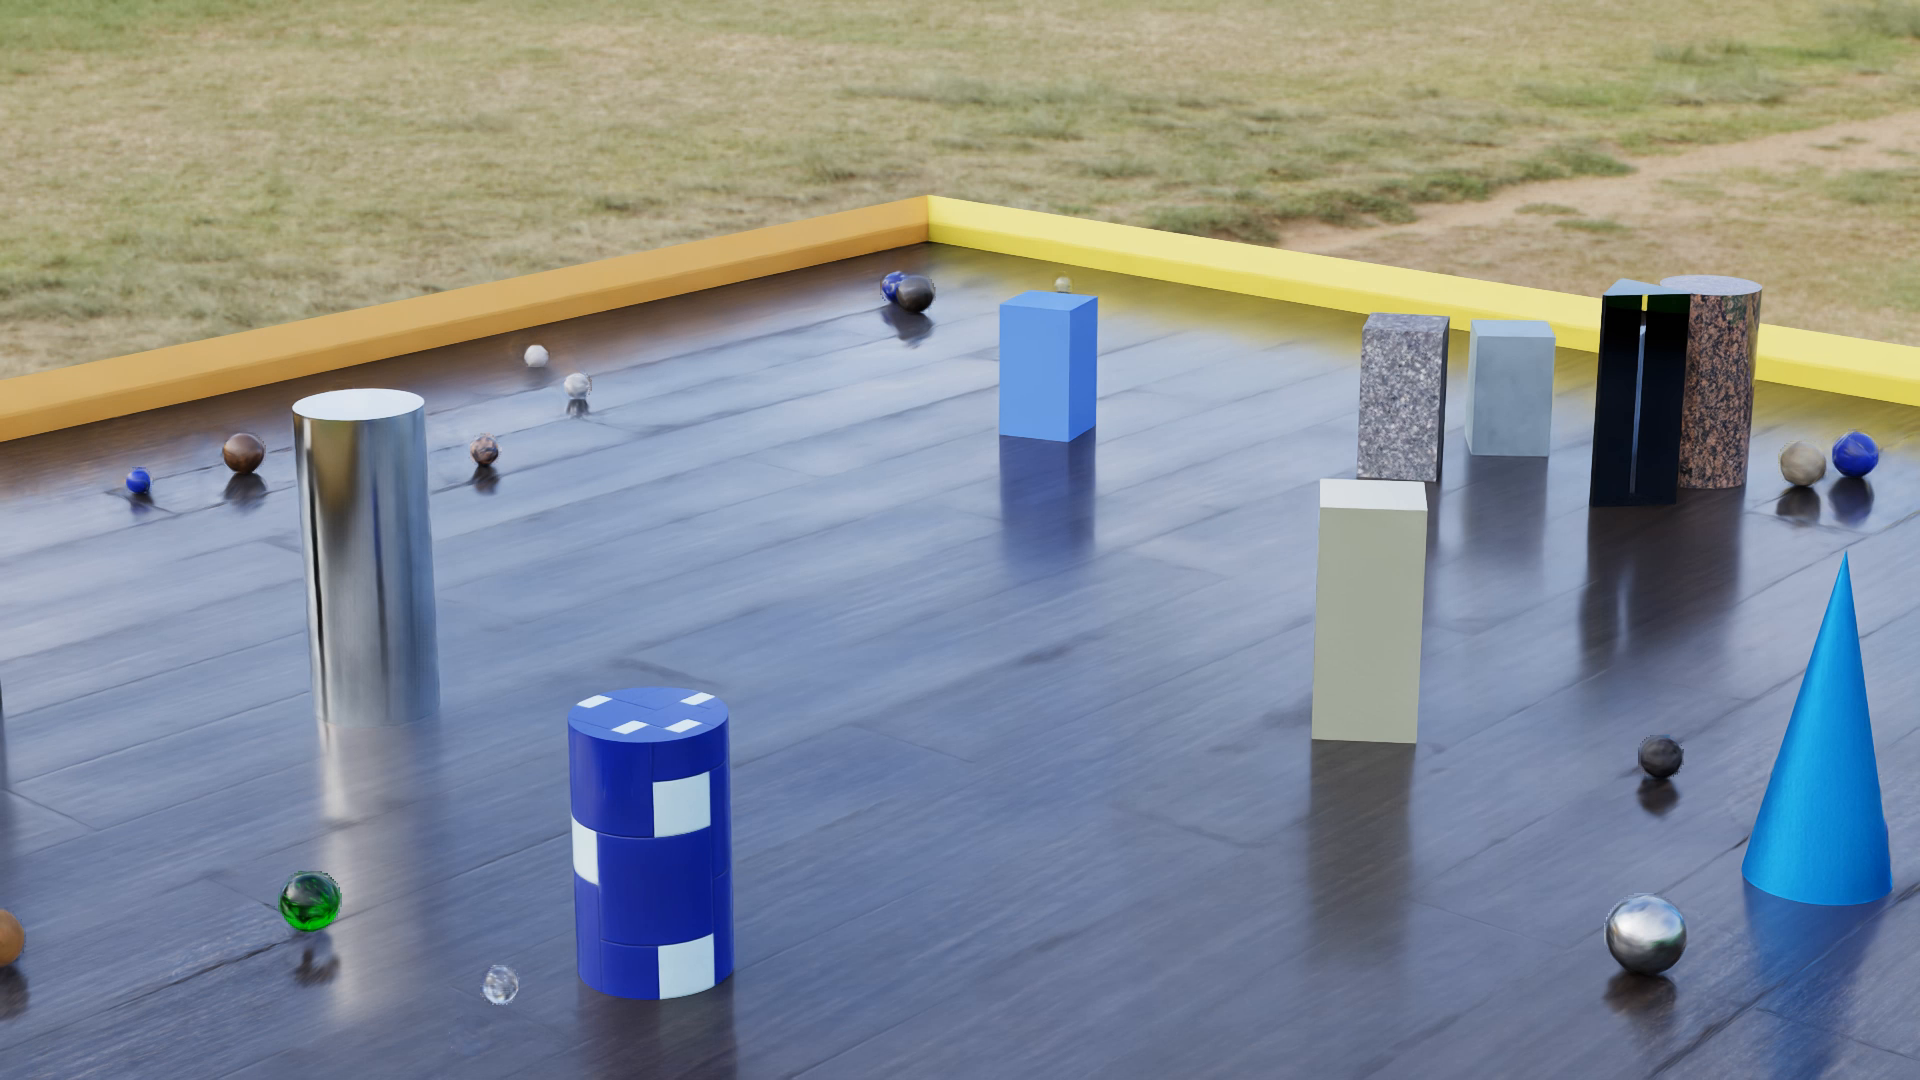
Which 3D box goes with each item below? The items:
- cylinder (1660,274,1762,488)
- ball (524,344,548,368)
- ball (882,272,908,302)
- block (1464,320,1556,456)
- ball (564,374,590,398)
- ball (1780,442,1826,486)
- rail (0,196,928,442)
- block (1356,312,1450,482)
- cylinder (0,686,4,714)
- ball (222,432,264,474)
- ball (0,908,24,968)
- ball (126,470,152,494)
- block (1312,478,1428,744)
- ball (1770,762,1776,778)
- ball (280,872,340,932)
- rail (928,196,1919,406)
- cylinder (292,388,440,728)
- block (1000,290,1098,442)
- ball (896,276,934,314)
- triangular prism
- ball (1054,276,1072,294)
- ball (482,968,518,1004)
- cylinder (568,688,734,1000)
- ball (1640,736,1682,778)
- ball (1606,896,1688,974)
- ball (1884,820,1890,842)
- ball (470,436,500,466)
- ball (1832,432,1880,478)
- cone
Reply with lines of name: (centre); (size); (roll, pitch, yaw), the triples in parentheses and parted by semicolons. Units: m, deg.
cylinder: (1.477, -0.316, 5.824); (0.197, 0.389, 0.197); (0, 17, 0)
ball: (-0.976, -0.423, 6.762); (0.054, 0.054, 0.054); (0, 17, 0)
ball: (-0.161, -0.643, 7.453); (0.076, 0.076, 0.076); (0, 17, 0)
block: (1.137, -0.316, 6.065); (0.157, 0.250, 0.157); (1, 17, 4)
ball: (-0.847, -0.340, 6.481); (0.057, 0.057, 0.057); (0, 17, 0)
ball: (1.667, -0.150, 5.796); (0.089, 0.089, 0.089); (0, 17, 0)
rail: (-1.641, -0.379, 6.484); (0.045, 0.128, 4.782); (14, 22, 39)
block: (0.890, -0.289, 5.885); (0.157, 0.303, 0.157); (4, 17, 13)
cylinder: (-1.587, 0.125, 4.505); (0.197, 0.306, 0.197); (0, 17, 0)
ball: (-1.440, -0.175, 5.891); (0.081, 0.081, 0.081); (0, 17, 0)
ball: (-1.210, 0.498, 3.665); (0.076, 0.076, 0.076); (0, 17, 0)
ball: (-1.610, -0.115, 5.749); (0.047, 0.047, 0.047); (0, 17, 0)
block: (0.621, 0.107, 4.462); (0.157, 0.367, 0.157); (2, 17, 6)
ball: (1.197, 0.341, 4.176); (0.084, 0.084, 0.084); (0, 17, 0)
ball: (-0.837, 0.466, 3.776); (0.075, 0.075, 0.075); (0, 17, 0)
rail: (1.552, -0.484, 6.832); (4.394, 0.128, 0.045); (14, 22, 39)
cylinder: (-0.913, 0.027, 4.519); (0.197, 0.486, 0.197); (0, 17, 0)
block: (0.187, -0.369, 6.189); (0.157, 0.280, 0.157); (7, 18, 23)
ball: (-0.112, -0.613, 7.323); (0.094, 0.094, 0.094); (0, 17, 0)
triangular prism: (1.294, -0.287, 5.683); (0.170, 0.417, 0.148); (-2, 17, -6)
ball: (0.267, -0.655, 7.546); (0.046, 0.046, 0.046); (0, 17, 0)
ball: (-0.560, 0.543, 3.574); (0.044, 0.044, 0.044); (0, 17, 0)
cylinder: (-0.381, 0.373, 3.632); (0.197, 0.335, 0.197); (0, 17, 0)
ball: (1.026, 0.318, 4.291); (0.060, 0.060, 0.060); (0, 17, 0)
ball: (0.854, 0.492, 3.649); (0.098, 0.098, 0.098); (0, 17, 0)
ball: (1.246, 0.400, 4.020); (0.054, 0.054, 0.054); (0, 17, 0)
ball: (-0.964, -0.181, 5.948); (0.060, 0.060, 0.060); (0, 17, 0)
ball: (1.789, -0.171, 5.859); (0.092, 0.092, 0.092); (0, 17, 0)
cone: (1.154, 0.232, 3.884); (0.197, 0.460, 0.197); (0, 17, 0)
